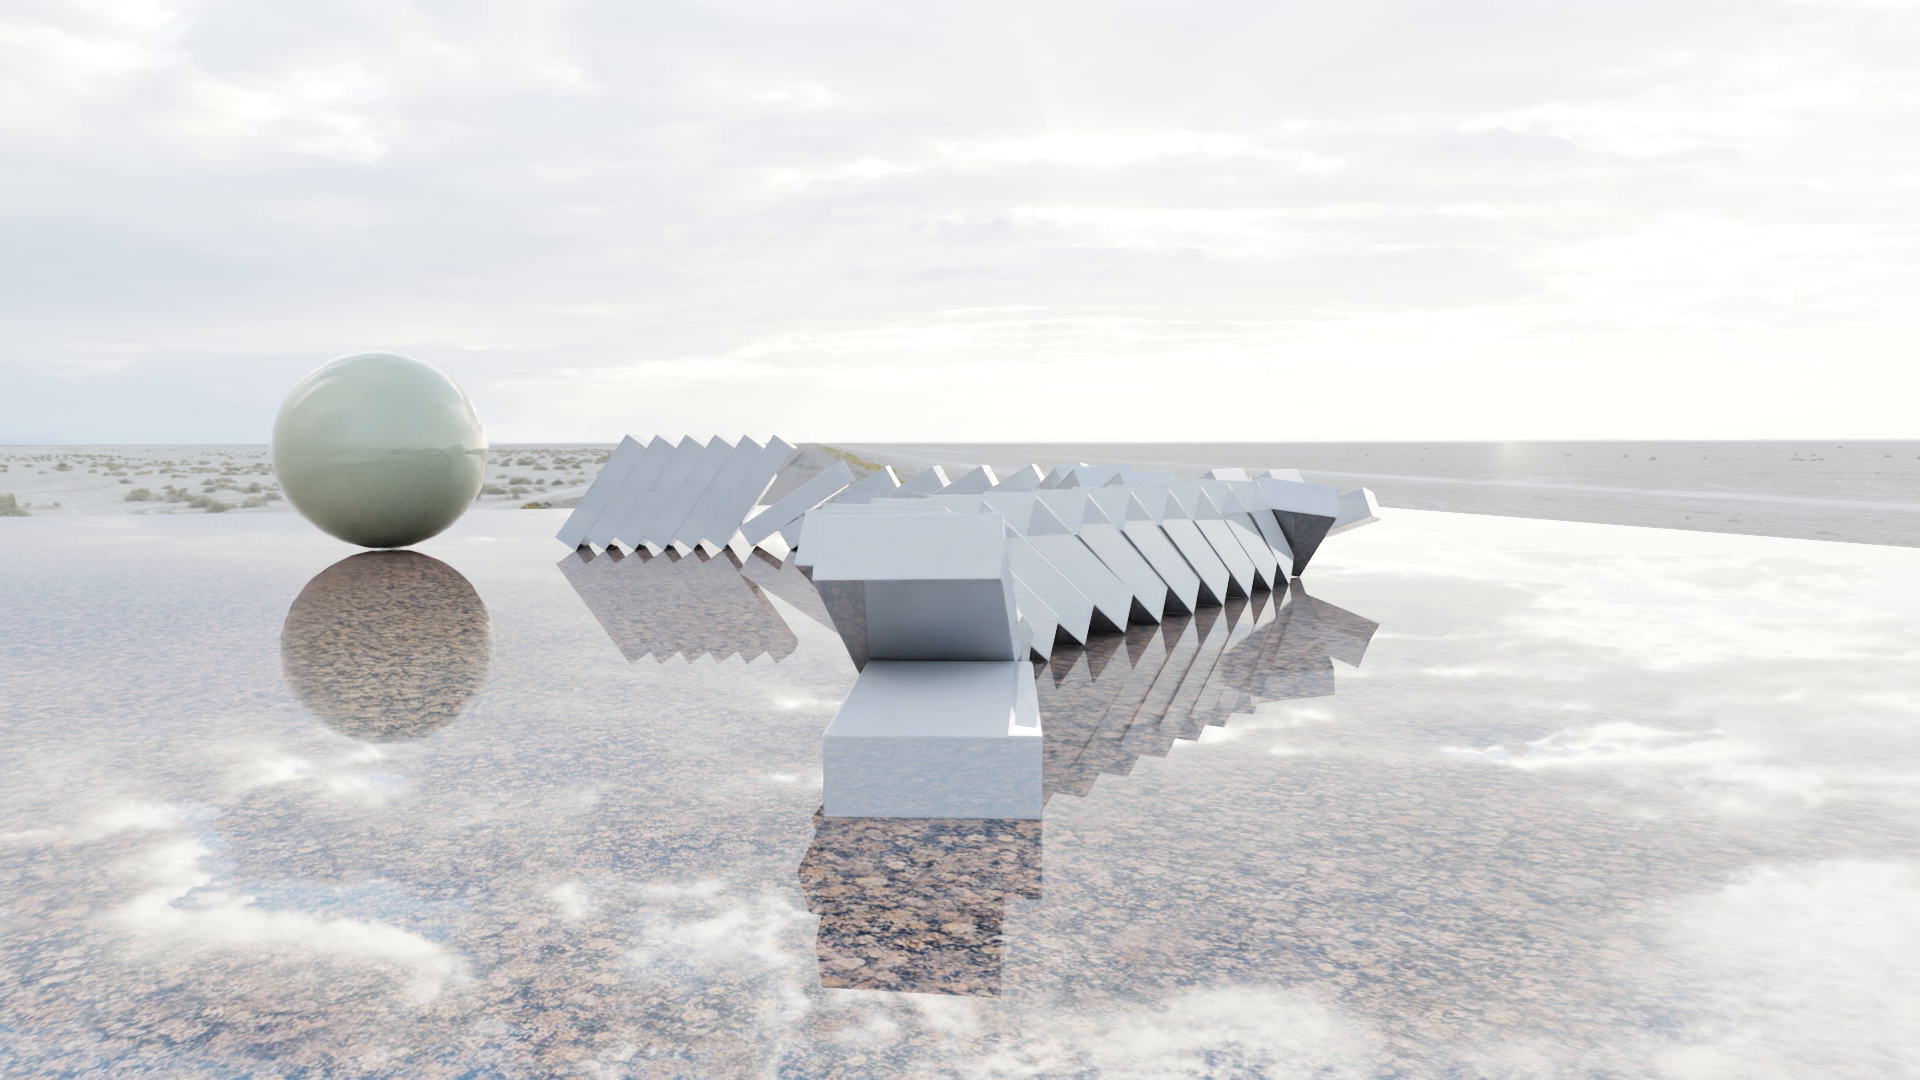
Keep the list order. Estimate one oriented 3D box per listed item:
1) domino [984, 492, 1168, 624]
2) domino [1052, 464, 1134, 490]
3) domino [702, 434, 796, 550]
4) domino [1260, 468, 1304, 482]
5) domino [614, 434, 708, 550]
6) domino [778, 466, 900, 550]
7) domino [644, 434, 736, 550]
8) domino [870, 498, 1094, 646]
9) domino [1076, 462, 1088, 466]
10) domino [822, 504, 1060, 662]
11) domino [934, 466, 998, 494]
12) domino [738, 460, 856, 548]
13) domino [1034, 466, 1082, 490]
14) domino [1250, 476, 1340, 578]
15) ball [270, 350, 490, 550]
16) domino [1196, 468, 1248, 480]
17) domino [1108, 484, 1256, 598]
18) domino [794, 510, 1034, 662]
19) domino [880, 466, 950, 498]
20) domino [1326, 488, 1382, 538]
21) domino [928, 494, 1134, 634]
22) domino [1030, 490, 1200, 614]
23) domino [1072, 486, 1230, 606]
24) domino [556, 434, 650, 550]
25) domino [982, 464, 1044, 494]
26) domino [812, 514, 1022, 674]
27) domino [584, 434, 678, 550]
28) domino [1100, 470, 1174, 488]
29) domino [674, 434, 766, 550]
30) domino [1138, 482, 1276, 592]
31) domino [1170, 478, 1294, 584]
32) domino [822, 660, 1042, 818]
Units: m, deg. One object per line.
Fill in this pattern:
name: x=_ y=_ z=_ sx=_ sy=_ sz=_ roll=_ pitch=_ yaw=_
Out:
domino: x=0.026 y=0.005 z=0.291 sx=0.025 sy=0.010 sz=0.050 roll=2 pitch=-23 yaw=31
domino: x=0.040 y=-0.010 z=0.461 sx=0.025 sy=0.010 sz=0.050 roll=-6 pitch=-25 yaw=-31
domino: x=-0.086 y=-0.020 z=0.525 sx=0.009 sy=0.050 sz=0.025 roll=35 pitch=1 yaw=-6
domino: x=0.090 y=-0.007 z=0.432 sx=0.050 sy=0.009 sz=0.025 roll=-34 pitch=-16 yaw=32
domino: x=-0.120 y=-0.020 z=0.524 sx=0.009 sy=0.050 sz=0.025 roll=35 pitch=1 yaw=-6
domino: x=-0.049 y=-0.013 z=0.524 sx=0.050 sy=0.009 sz=0.025 roll=-30 pitch=4 yaw=2
domino: x=-0.109 y=-0.020 z=0.524 sx=0.009 sy=0.050 sz=0.025 roll=35 pitch=2 yaw=-6
domino: x=0.005 y=0.007 z=0.257 sx=0.025 sy=0.009 sz=0.050 roll=2 pitch=-24 yaw=33
domino: x=0.030 y=-0.013 z=0.510 sx=0.050 sy=0.009 sz=0.025 roll=-31 pitch=-6 yaw=12
domino: x=-0.003 y=0.009 z=0.239 sx=0.025 sy=0.009 sz=0.050 roll=2 pitch=-23 yaw=30
domino: x=-0.009 y=-0.013 z=0.517 sx=0.050 sy=0.009 sz=0.025 roll=-30 pitch=-1 yaw=8
domino: x=-0.066 y=-0.015 z=0.527 sx=0.050 sy=0.010 sz=0.025 roll=-33 pitch=4 yaw=-2
domino: x=0.036 y=-0.011 z=0.481 sx=0.025 sy=0.009 sz=0.050 roll=-2 pitch=-27 yaw=-30
domino: x=0.096 y=-0.003 z=0.390 sx=0.025 sy=0.009 sz=0.050 roll=8 pitch=-21 yaw=5
ball: x=-0.232 y=-0.036 z=0.517 sx=0.080 sy=0.080 sz=0.080 roll=0 pitch=4 yaw=0
domino: x=0.074 y=-0.008 z=0.440 sx=0.050 sy=0.009 sz=0.025 roll=-35 pitch=-16 yaw=32
domino: x=0.059 y=0.001 z=0.341 sx=0.025 sy=0.009 sz=0.050 roll=3 pitch=-23 yaw=31
domino: x=-0.006 y=0.010 z=0.216 sx=0.025 sy=0.009 sz=0.050 roll=1 pitch=-24 yaw=18
domino: x=-0.029 y=-0.013 z=0.521 sx=0.050 sy=0.009 sz=0.025 roll=-30 pitch=1 yaw=7
domino: x=0.112 y=-0.004 z=0.424 sx=0.050 sy=0.009 sz=0.025 roll=-20 pitch=-10 yaw=23
domino: x=0.015 y=0.006 z=0.274 sx=0.025 sy=0.009 sz=0.050 roll=2 pitch=-24 yaw=33
domino: x=0.037 y=0.003 z=0.308 sx=0.025 sy=0.009 sz=0.050 roll=3 pitch=-23 yaw=31
domino: x=0.048 y=0.002 z=0.324 sx=0.025 sy=0.009 sz=0.050 roll=3 pitch=-23 yaw=31
domino: x=-0.144 y=-0.020 z=0.522 sx=0.009 sy=0.050 sz=0.025 roll=35 pitch=1 yaw=-6
domino: x=0.011 y=-0.013 z=0.515 sx=0.050 sy=0.009 sz=0.025 roll=-30 pitch=-3 yaw=8
domino: x=-0.005 y=0.011 z=0.192 sx=0.025 sy=0.010 sz=0.050 roll=-1 pitch=-25 yaw=6
domino: x=-0.132 y=-0.020 z=0.523 sx=0.010 sy=0.050 sz=0.025 roll=35 pitch=1 yaw=-6
domino: x=0.050 y=-0.008 z=0.446 sx=0.025 sy=0.009 sz=0.050 roll=-3 pitch=-25 yaw=-38
domino: x=-0.097 y=-0.020 z=0.525 sx=0.010 sy=0.050 sz=0.025 roll=35 pitch=1 yaw=-6
domino: x=0.069 y=-0.001 z=0.358 sx=0.025 sy=0.009 sz=0.050 roll=2 pitch=-24 yaw=31
domino: x=0.079 y=-0.002 z=0.375 sx=0.025 sy=0.009 sz=0.050 roll=4 pitch=-23 yaw=28
domino: x=-0.002 y=0.025 z=0.171 sx=0.025 sy=0.009 sz=0.050 roll=0 pitch=4 yaw=2
